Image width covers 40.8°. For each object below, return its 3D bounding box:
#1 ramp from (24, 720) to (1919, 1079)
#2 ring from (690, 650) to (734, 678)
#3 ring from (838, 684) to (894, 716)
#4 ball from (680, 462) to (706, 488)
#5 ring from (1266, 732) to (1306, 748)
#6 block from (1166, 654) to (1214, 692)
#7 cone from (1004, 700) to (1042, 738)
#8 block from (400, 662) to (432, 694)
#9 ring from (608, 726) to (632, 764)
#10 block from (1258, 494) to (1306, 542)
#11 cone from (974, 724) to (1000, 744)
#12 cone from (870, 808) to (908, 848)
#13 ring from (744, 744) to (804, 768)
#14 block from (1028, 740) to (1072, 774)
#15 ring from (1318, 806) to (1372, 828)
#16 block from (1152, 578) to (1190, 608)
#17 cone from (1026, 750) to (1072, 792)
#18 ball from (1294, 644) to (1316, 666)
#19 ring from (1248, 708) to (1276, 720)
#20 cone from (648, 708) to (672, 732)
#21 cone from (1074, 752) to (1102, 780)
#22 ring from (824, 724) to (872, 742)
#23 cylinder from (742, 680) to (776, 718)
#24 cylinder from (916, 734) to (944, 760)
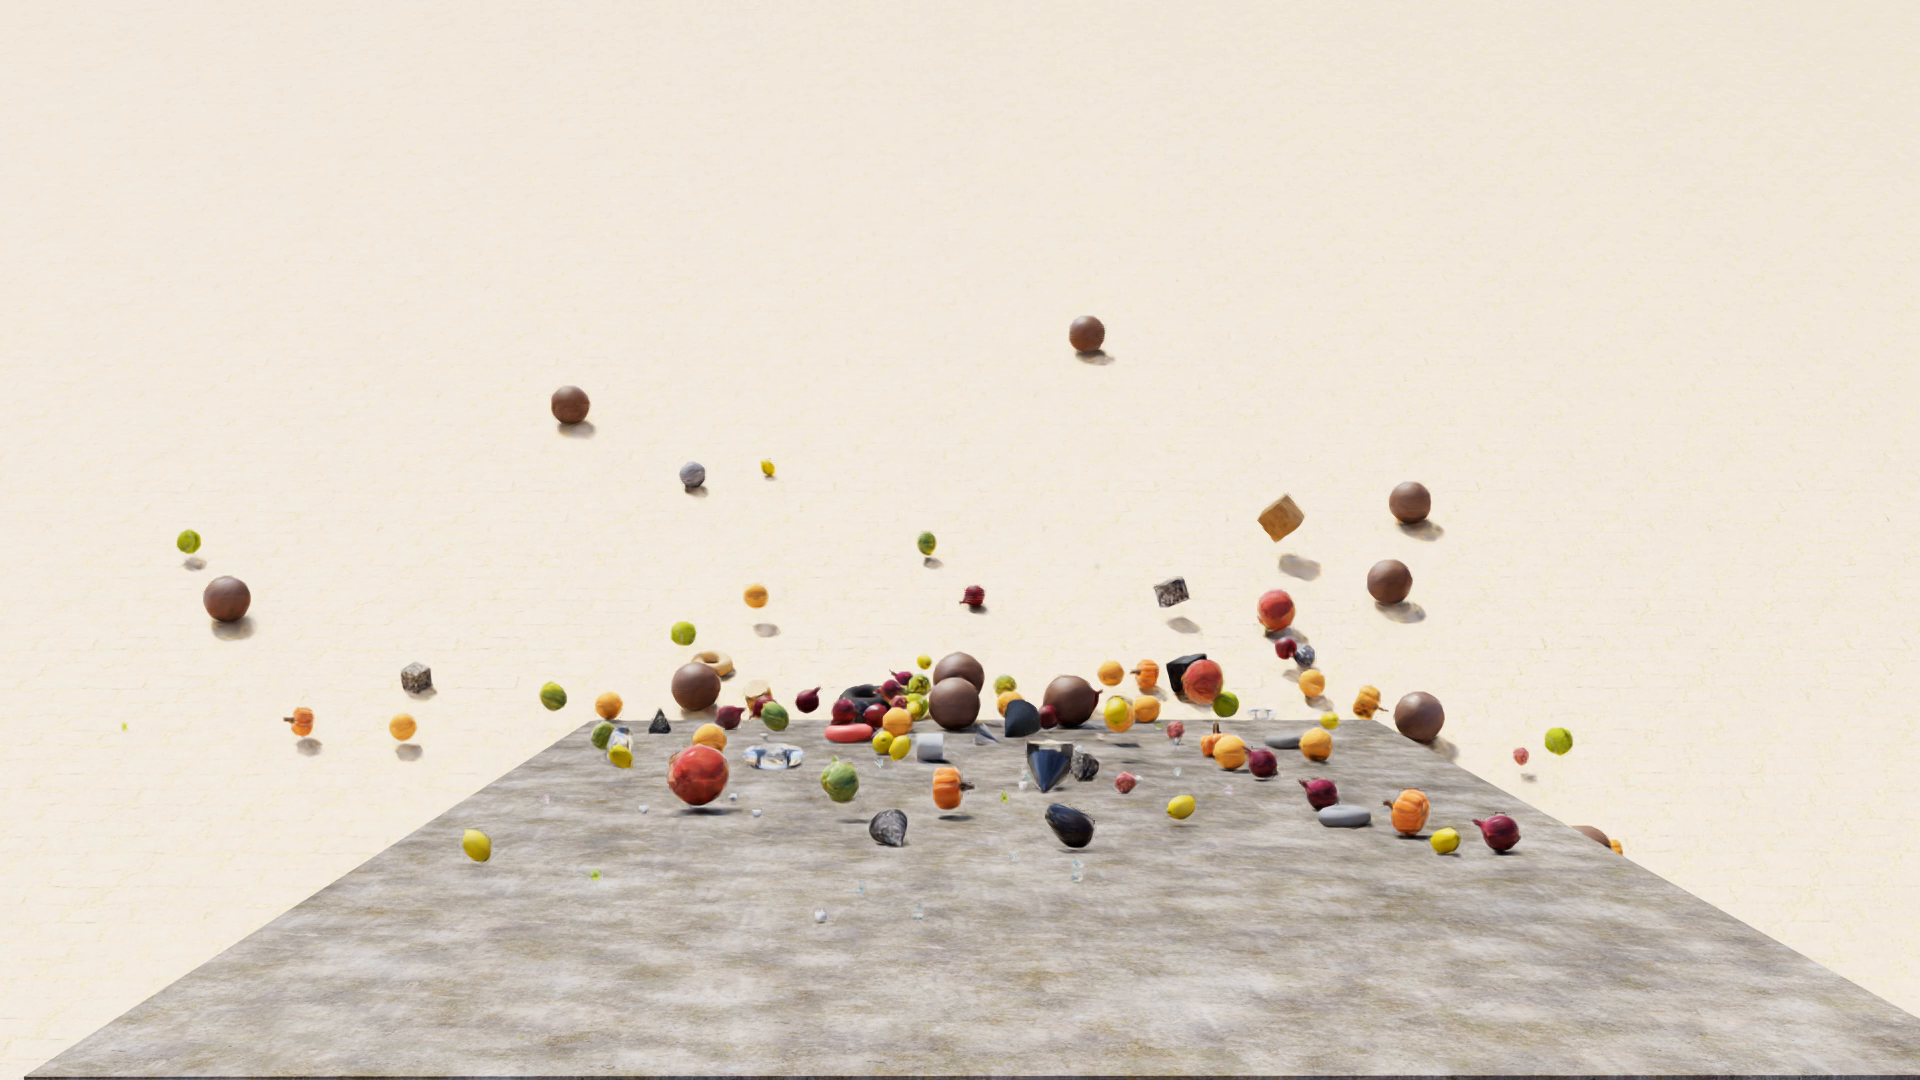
[{"bbox_3d":[0.061,0.548,4.584,2.000,0.100,4.000,0,1,0],"label":"ramp"},{"bbox_3d":[-0.672,0.336,6.985,0.116,0.039,0.116,1,27,-1],"label":"ring"},{"bbox_3d":[-0.245,0.422,6.784,0.148,0.049,0.148,0,19,0],"label":"ring"},{"bbox_3d":[-0.829,-0.203,8.002,0.081,0.081,0.081,0,27,0],"label":"ball"},{"bbox_3d":[0.744,0.457,5.887,0.093,0.031,0.093,-1,1,0],"label":"ring"},{"bbox_3d":[0.611,0.354,6.871,0.079,0.079,0.079,-21,11,-41],"label":"block"},{"bbox_3d":[0.128,0.446,6.145,0.098,0.098,0.098,15,35,26],"label":"cone"},{"bbox_3d":[-1.453,0.368,6.901,0.056,0.056,0.056,16,31,29],"label":"block"},{"bbox_3d":[-0.728,0.439,5.520,0.029,0.087,0.087,12,29,17],"label":"ring"},{"bbox_3d":[0.941,-0.063,7.561,0.090,0.090,0.090,-38,3,27],"label":"block"},{"bbox_3d":[0.068,0.457,5.933,0.054,0.054,0.054,24,34,19],"label":"cone"},{"bbox_3d":[-0.108,0.489,4.255,0.067,0.067,0.067,-9,31,-18],"label":"cone"},{"bbox_3d":[-0.395,0.460,5.483,0.129,0.043,0.129,1,2,0],"label":"ring"},{"bbox_3d":[0.185,0.451,5.333,0.065,0.065,0.065,-1,2,-44],"label":"block"},{"bbox_3d":[0.673,0.484,4.518,0.092,0.031,0.092,-1,1,0],"label":"ring"},{"bbox_3d":[0.593,0.148,7.234,0.064,0.064,0.064,-22,5,-32],"label":"block"},{"bbox_3d":[0.168,0.469,5.029,0.090,0.090,0.090,4,28,7],"label":"cone"},{"bbox_3d":[0.935,0.313,7.006,0.059,0.059,0.059,0,27,0],"label":"ball"},{"bbox_3d":[0.789,0.454,6.741,0.076,0.025,0.076,4,2,0],"label":"ring"},{"bbox_3d":[-0.729,0.435,6.269,0.062,0.062,0.062,0,1,0],"label":"cone"},{"bbox_3d":[0.246,0.472,5.219,0.061,0.061,0.061,13,54,24],"label":"cone"},{"bbox_3d":[-0.260,0.451,6.034,0.114,0.038,0.114,-1,0,0],"label":"ring"},{"bbox_3d":[-0.526,0.415,6.763,0.071,0.071,0.071,-11,34,7],"label":"cylinder"},{"bbox_3d":[-0.066,0.448,5.582,0.057,0.057,0.057,0,27,-2],"label":"cylinder"}]
